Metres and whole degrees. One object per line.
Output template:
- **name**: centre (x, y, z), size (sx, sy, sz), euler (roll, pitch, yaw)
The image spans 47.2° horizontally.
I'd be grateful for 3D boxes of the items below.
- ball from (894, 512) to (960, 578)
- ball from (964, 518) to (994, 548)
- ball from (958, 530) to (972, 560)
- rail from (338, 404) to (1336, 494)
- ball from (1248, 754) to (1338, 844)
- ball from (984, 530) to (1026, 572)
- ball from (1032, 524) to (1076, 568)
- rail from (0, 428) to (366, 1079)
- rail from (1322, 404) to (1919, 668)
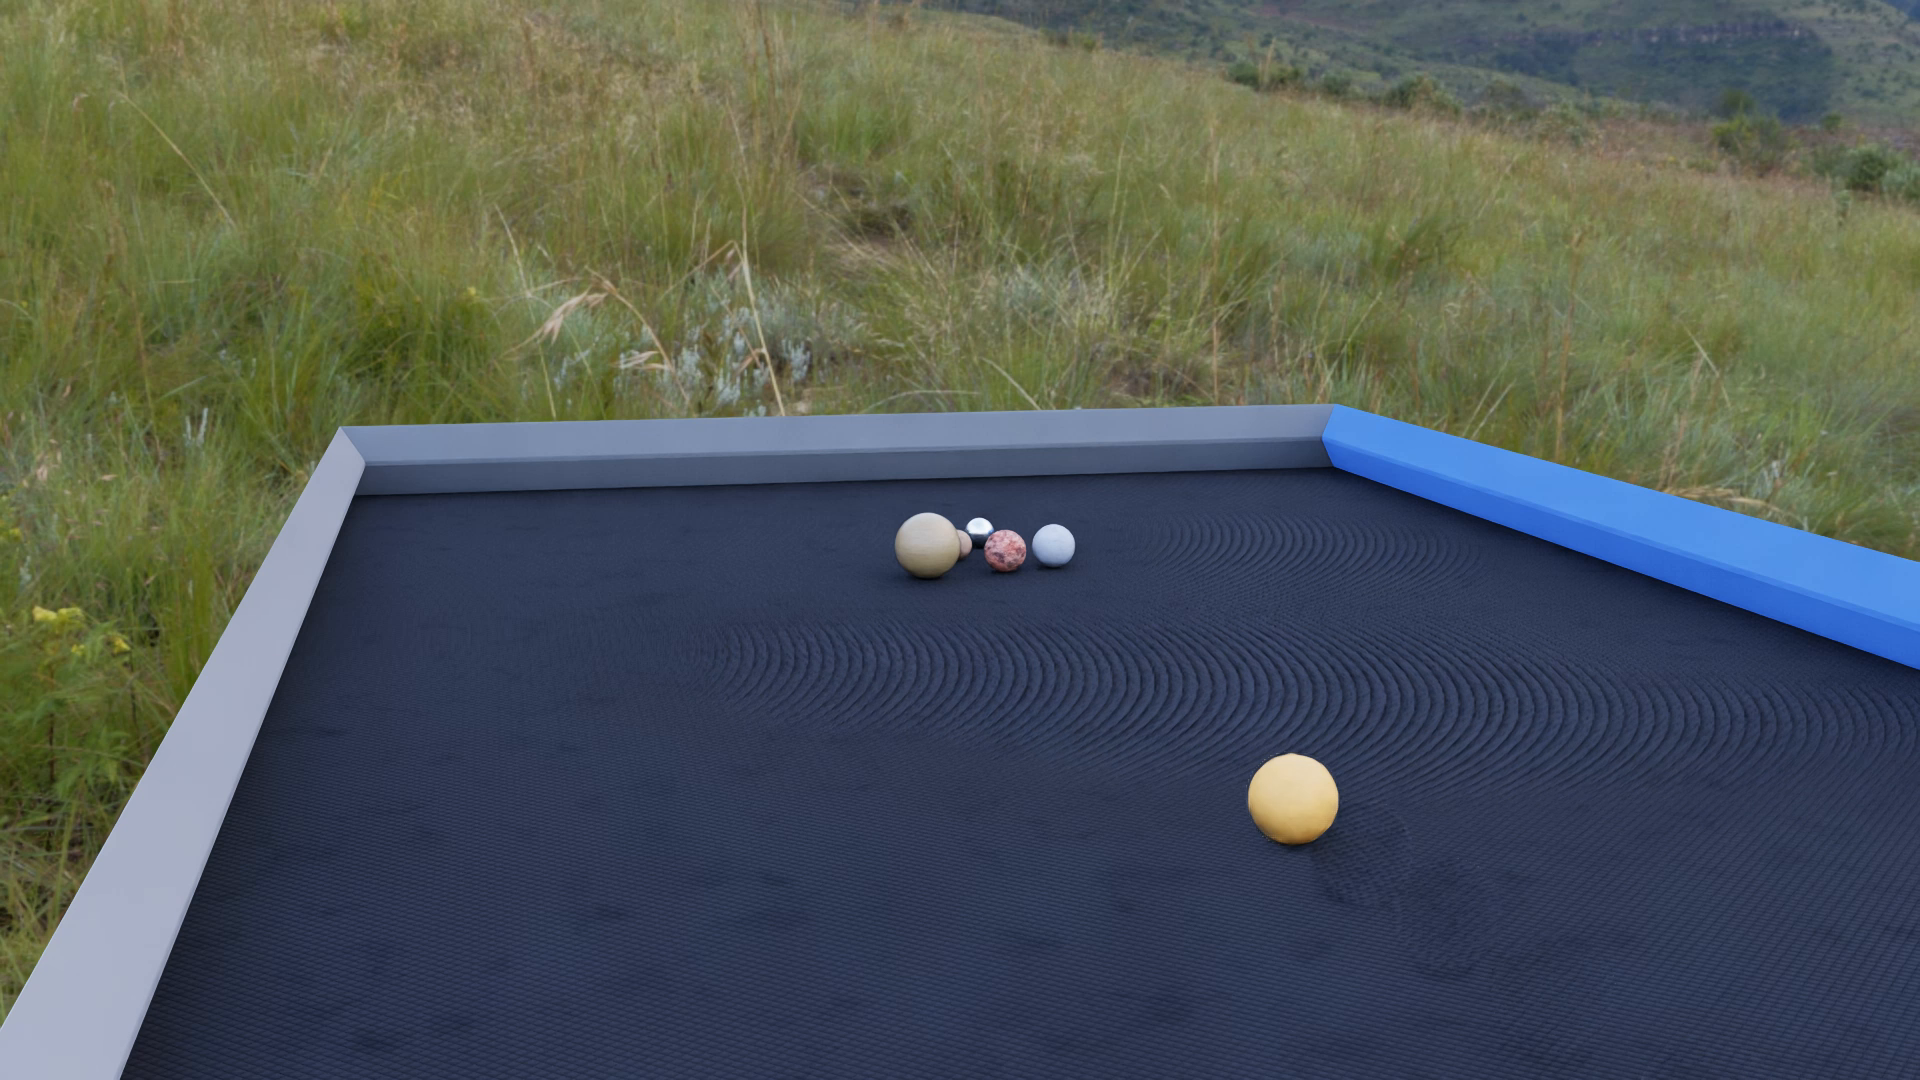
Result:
- **ball**: centre (-0.046, 0.008, 3.154), size (0.095, 0.095, 0.095), euler (0, 10, 0)
- **ball**: centre (0.030, -0.011, 3.410), size (0.048, 0.048, 0.048), euler (0, 10, 0)
- **ball**: centre (-0.005, 0.008, 3.306), size (0.046, 0.046, 0.046), euler (0, 10, 0)
- **rail**: centre (-0.181, -0.171, 4.132), size (1.901, 0.124, 0.045), euler (-2, 10, -12)
- **ball**: centre (0.289, 0.225, 1.910), size (0.078, 0.078, 0.078), euler (0, 10, 0)
- **ball**: centre (0.066, 0.016, 3.208), size (0.062, 0.062, 0.062), euler (0, 10, 0)
- **ball**: centre (0.138, 0.009, 3.246), size (0.064, 0.064, 0.064), euler (0, 10, 0)
- **rail**: centre (-0.720, 0.145, 2.244), size (0.045, 0.124, 3.568), euler (-2, 10, -12)
- **rail**: centre (1.093, 0.081, 2.626), size (0.045, 0.124, 3.568), euler (-2, 10, -12)
